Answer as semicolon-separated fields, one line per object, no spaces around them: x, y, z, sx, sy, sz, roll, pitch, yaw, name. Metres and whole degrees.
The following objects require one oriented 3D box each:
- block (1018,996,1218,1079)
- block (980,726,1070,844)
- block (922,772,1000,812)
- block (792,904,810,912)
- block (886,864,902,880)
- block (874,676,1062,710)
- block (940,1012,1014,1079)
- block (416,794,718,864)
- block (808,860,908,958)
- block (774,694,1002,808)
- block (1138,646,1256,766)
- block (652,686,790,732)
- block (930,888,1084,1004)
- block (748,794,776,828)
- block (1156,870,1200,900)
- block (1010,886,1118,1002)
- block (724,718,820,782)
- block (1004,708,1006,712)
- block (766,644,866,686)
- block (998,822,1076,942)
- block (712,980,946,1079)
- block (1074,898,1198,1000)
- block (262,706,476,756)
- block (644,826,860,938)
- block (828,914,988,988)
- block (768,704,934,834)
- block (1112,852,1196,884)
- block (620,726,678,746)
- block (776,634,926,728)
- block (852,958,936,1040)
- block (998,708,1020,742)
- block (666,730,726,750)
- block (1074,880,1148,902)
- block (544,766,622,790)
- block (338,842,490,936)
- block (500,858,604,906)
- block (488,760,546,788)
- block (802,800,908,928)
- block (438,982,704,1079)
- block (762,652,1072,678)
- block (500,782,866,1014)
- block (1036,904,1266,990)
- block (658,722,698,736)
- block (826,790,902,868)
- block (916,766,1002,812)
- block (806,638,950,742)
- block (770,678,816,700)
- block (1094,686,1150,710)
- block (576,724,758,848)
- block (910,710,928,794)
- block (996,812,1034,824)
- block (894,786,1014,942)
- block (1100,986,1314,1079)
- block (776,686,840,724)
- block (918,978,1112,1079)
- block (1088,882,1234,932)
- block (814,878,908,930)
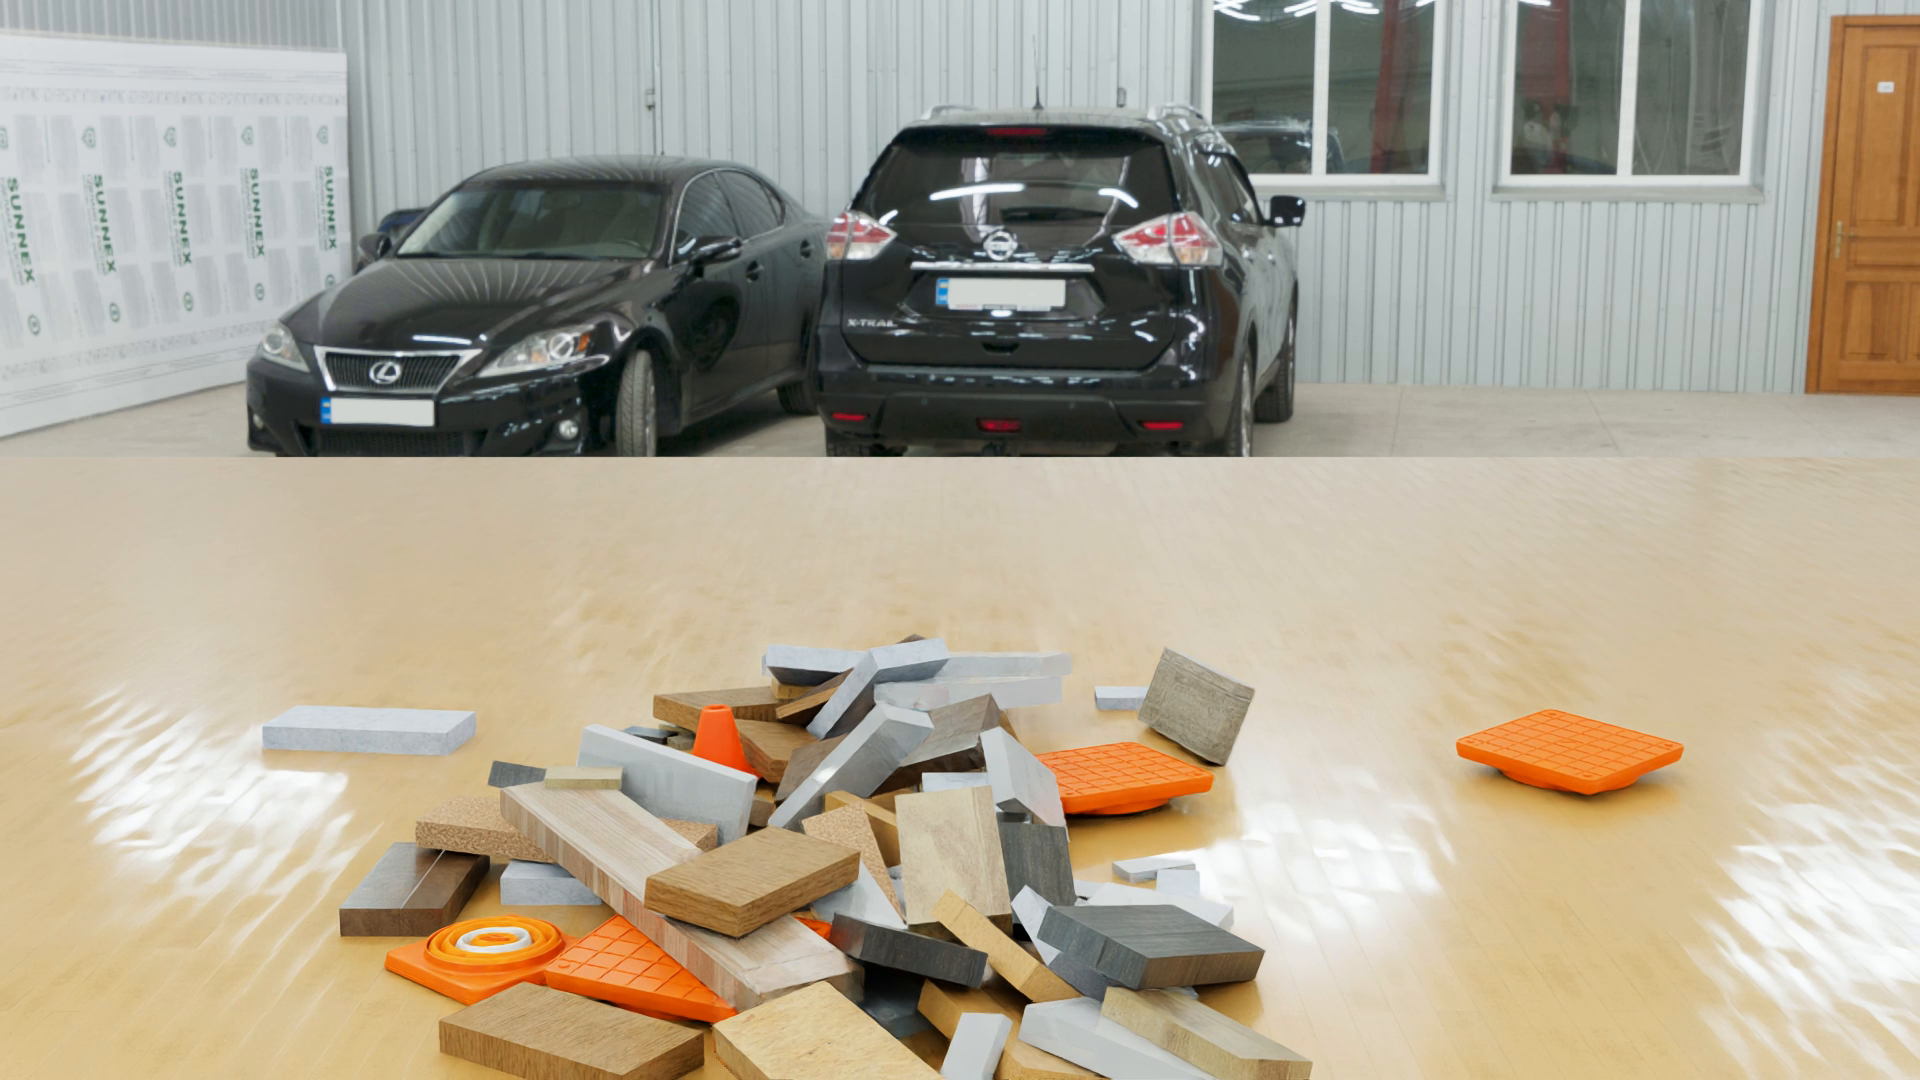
0.257;0.677;2.861;0.327;0.046;0.163;15;3;33;block
0.114;0.432;3.814;0.038;0.133;0.266;-20;-31;15;block
0.004;0.493;3.778;0.133;0.038;0.265;0;30;-3;block
-0.294;0.583;3.625;0.208;0.029;0.104;-3;11;-14;block
-0.099;0.559;3.582;0.144;0.020;0.072;-17;24;29;block
0.013;0.296;4.248;0.176;0.050;0.352;-2;-2;-40;block
0.011;0.679;2.825;0.073;0.147;0.021;-9;-43;43;block
-0.668;0.503;3.740;0.481;0.045;0.160;5;11;12;block
-0.167;0.573;3.408;0.104;0.029;0.208;-23;35;-15;block
-0.133;0.397;4.019;0.417;0.045;0.159;-17;27;22;block
0.484;0.340;4.546;0.047;0.165;0.330;20;2;-23;block
-0.464;0.358;4.687;0.339;0.048;0.170;-1;8;-41;block
0.088;0.612;3.159;0.163;0.046;0.327;41;-7;-24;block
-0.499;0.449;4.078;0.159;0.045;0.319;21;-2;-42;block
0.363;0.582;3.657;0.072;0.020;0.144;1;11;6;block
0.162;0.607;3.264;0.132;0.037;0.264;39;2;-15;block
-0.348;0.422;4.371;0.159;0.045;0.319;8;7;-23;block
0.014;0.392;4.618;0.151;0.043;0.302;1;11;4;block
-0.231;0.275;4.638;0.330;0.047;0.165;5;-15;7;block
0.117;0.547;3.525;0.124;0.035;0.248;6;31;-7;block
-0.169;0.690;2.865;0.171;0.049;0.343;-17;21;-27;block
0.253;0.617;3.262;0.132;0.037;0.264;27;5;-14;block
-1.229;0.396;4.584;0.396;0.048;0.170;1;11;8;block
-0.309;0.512;3.326;0.167;0.047;0.333;12;12;27;block
-0.081;0.586;3.152;0.171;0.049;0.343;15;-10;-9;block
-0.191;0.409;3.837;0.124;0.317;0.035;17;34;-47;block
0.333;0.562;3.770;0.128;0.018;0.064;-5;12;-24;block
-0.653;0.409;4.599;0.113;0.016;0.057;5;12;26;block
-0.211;0.296;4.535;0.406;0.023;0.080;-30;-42;33;block
-0.125;0.663;3.187;0.111;0.031;0.222;-8;13;-36;block
0.085;0.367;4.444;0.023;0.160;0.080;-27;15;-3;block
-0.544;0.416;4.561;0.113;0.016;0.057;-6;12;-29;block
0.239;0.588;3.622;0.144;0.020;0.072;4;11;21;block
-0.646;0.408;3.776;0.128;0.018;0.064;1;13;-5;block
-0.895;0.573;3.630;0.164;0.047;0.329;0;11;1;block
-0.671;0.545;3.783;0.164;0.047;0.352;0;11;0;block
-0.684;0.464;4.036;0.329;0.047;0.164;5;-13;29;block
-0.171;0.537;3.526;0.104;0.029;0.318;-17;32;-6;block
-0.533;0.688;3.013;0.333;0.047;0.167;7;12;32;block
-0.101;0.276;4.877;0.681;0.047;0.165;-1;1;24;block
-0.458;0.535;3.416;0.171;0.049;0.921;-7;16;-33;block
0.282;0.582;3.165;0.166;0.047;0.408;23;4;31;block
-0.577;0.399;4.653;0.113;0.016;0.057;8;13;36;block
-0.149;0.516;3.728;0.035;0.124;0.247;-7;13;-34;block
0.015;0.468;3.932;0.176;0.050;0.352;-1;26;-3;block
-0.169;0.313;4.450;0.170;0.048;0.339;-7;-28;-34;block
-0.305;0.323;4.758;0.195;0.028;0.098;3;6;-13;block
0.399;0.351;4.881;0.195;0.028;0.098;0;11;0;block
-0.521;0.445;3.831;0.319;0.160;0.045;16;11;16;block
-0.011;0.424;4.135;0.176;0.050;0.352;-3;27;-9;block
0.033;0.539;3.612;0.133;0.038;0.265;2;29;12;block
-0.013;0.513;3.492;0.160;0.045;0.320;-6;31;-2;block
0.319;0.649;2.871;0.132;0.037;0.264;12;3;-37;block
-0.288;0.339;4.513;0.160;0.023;0.080;-20;-22;13;block
0.082;0.676;2.950;0.163;0.046;0.327;14;4;-25;block
0.308;0.599;3.478;0.222;0.031;0.111;6;23;30;block
-0.108;0.588;3.483;0.222;0.031;0.111;6;34;28;block
